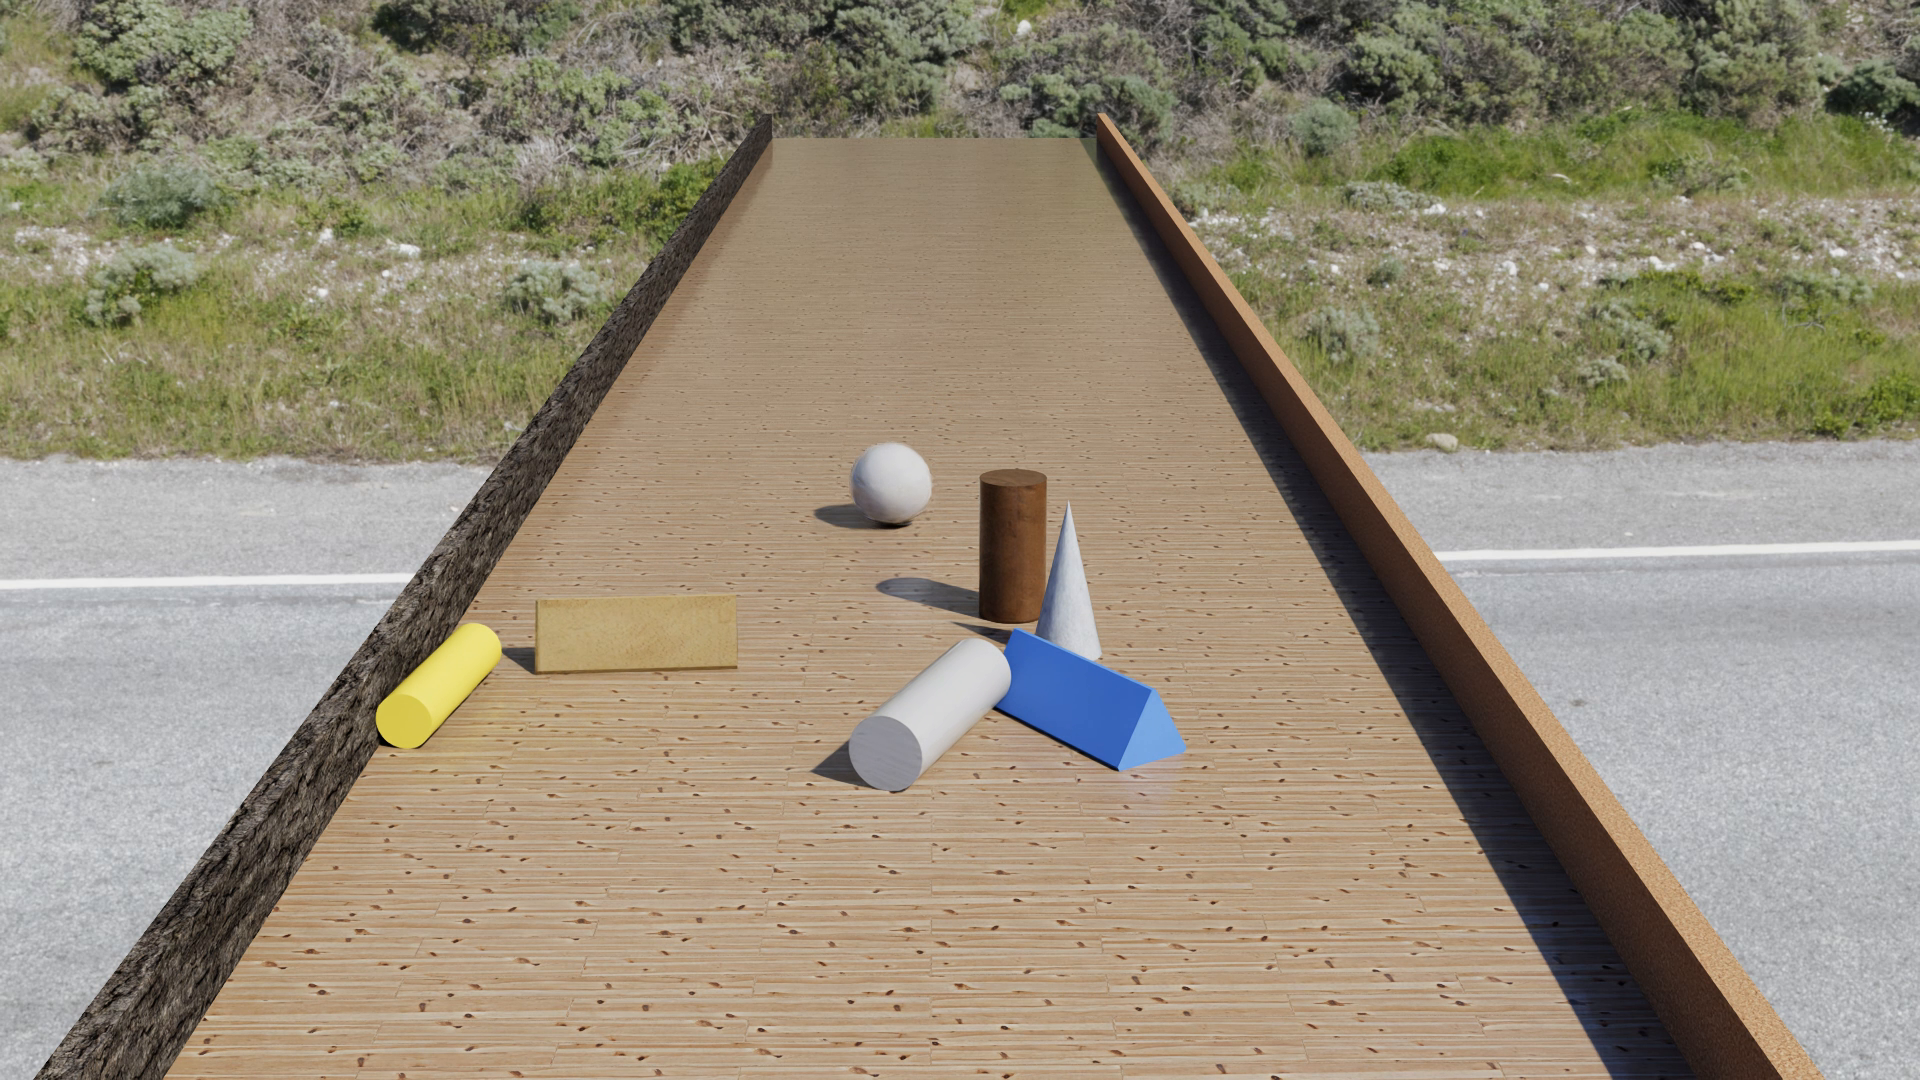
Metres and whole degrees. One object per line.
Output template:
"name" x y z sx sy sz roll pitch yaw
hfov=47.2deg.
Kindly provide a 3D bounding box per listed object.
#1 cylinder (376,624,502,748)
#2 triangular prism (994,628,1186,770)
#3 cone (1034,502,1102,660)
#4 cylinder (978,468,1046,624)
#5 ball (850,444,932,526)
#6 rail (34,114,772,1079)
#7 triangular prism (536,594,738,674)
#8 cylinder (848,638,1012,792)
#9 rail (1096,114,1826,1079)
"cylinder" -0.976 0.269 4.137 0.105 0.105 0.398 2 17 6
"triangular prism" 0.224 0.278 4.042 0.155 0.134 0.409 -12 20 -33
"cone" 0.216 0.073 4.417 0.145 0.321 0.145 0 17 0
"cylinder" 0.112 0.013 4.656 0.143 0.300 0.143 0 17 0
"ball" -0.165 -0.134 5.331 0.198 0.198 0.198 0 17 0
"rail" -1.118 -0.838 7.780 0.050 0.150 12.000 0 17 -1
"triangular prism" -0.645 0.175 4.399 0.396 0.130 0.150 -1 16 -5
"cylinder" -0.048 0.308 3.950 0.138 0.138 0.432 6 18 21
"rail" 0.932 -0.844 7.801 0.050 0.150 12.000 0 17 -1
